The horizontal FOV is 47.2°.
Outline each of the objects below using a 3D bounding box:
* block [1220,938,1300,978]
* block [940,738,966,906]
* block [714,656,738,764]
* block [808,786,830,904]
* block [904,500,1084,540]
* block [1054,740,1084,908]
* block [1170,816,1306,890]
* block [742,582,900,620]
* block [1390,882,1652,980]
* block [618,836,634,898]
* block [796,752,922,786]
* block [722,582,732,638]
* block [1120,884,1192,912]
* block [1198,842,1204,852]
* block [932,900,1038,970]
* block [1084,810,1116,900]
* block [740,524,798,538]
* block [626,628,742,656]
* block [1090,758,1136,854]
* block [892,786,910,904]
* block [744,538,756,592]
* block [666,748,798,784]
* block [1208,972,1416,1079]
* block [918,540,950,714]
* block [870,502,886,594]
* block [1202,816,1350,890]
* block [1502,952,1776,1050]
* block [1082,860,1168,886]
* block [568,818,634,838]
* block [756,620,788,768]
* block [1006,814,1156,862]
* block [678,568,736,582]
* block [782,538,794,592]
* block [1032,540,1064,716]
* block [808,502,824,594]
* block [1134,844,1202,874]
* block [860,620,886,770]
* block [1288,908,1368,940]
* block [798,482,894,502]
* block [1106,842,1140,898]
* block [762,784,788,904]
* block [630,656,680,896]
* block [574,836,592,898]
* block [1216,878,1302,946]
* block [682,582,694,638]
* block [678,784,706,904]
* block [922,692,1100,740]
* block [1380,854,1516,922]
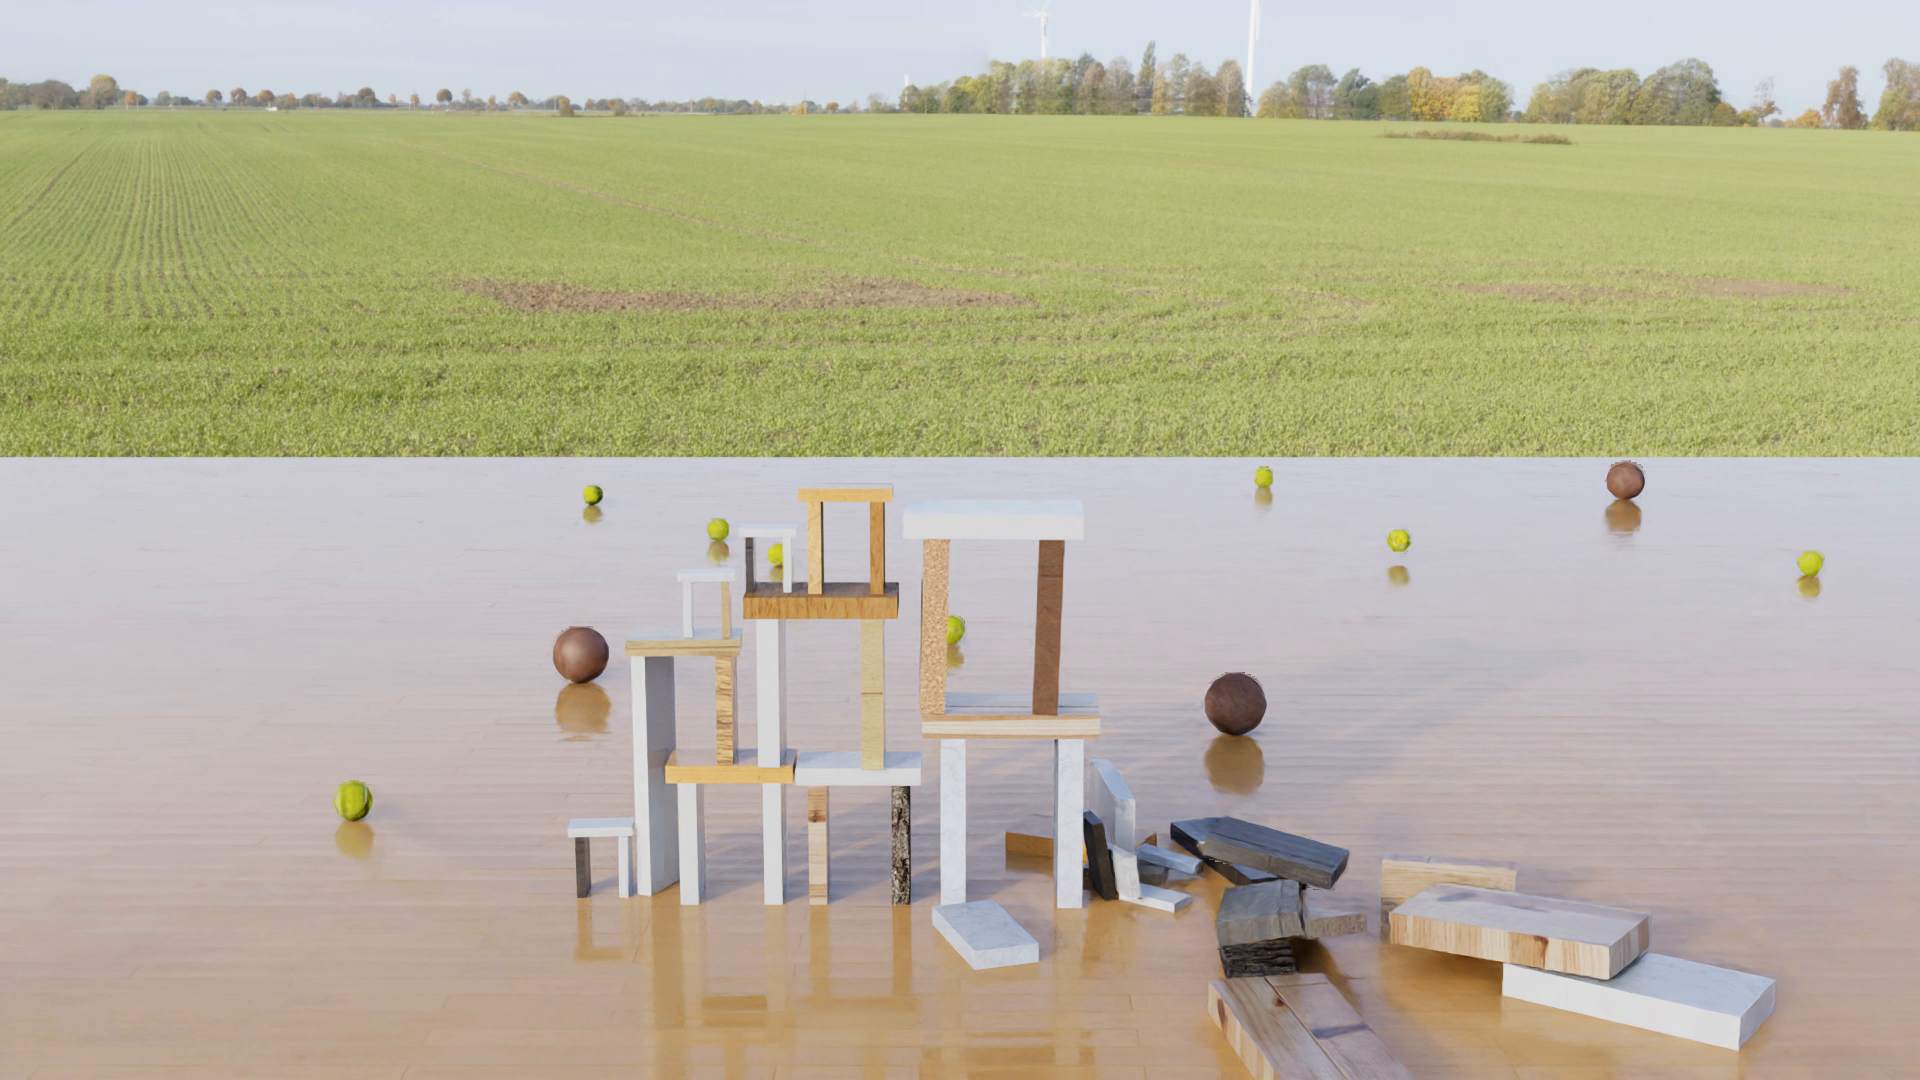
[{"bbox_3d":[0.451,0.644,3.299,0.103,0.029,0.205,0,11,1],"label":"block"},{"bbox_3d":[-0.011,0.449,3.647,0.041,0.286,0.143,0,11,0],"label":"block"},{"bbox_3d":[-0.383,0.268,3.610,0.026,0.183,0.091,0,11,0],"label":"block"},{"bbox_3d":[-0.233,0.491,3.647,0.029,0.203,0.102,0,11,0],"label":"block"},{"bbox_3d":[0.056,-0.034,3.553,0.286,0.041,0.143,0,11,2],"label":"block"},{"bbox_3d":[0.179,0.449,3.645,0.041,0.286,0.143,0,11,0],"label":"block"},{"bbox_3d":[0.480,0.547,3.821,0.103,0.029,0.326,-4,11,-18],"label":"block"},{"bbox_3d":[-0.224,0.098,3.577,0.247,0.035,0.123,0,11,0],"label":"block"},{"bbox_3d":[0.842,0.584,3.308,0.342,0.048,0.171,3,11,37],"label":"block"},{"bbox_3d":[-0.557,0.537,3.664,0.015,0.105,0.053,1,11,0],"label":"block"},{"bbox_3d":[-0.165,0.376,3.626,0.203,0.029,0.102,0,11,0],"label":"block"},{"bbox_3d":[-0.380,0.108,3.575,0.013,0.092,0.046,0,11,-2],"label":"block"},{"bbox_3d":[0.322,0.589,3.631,0.106,0.015,0.053,8,13,36],"label":"block"},{"bbox_3d":[0.446,0.516,3.759,0.053,0.015,0.106,-18,-5,-13],"label":"block"},{"bbox_3d":[0.038,0.617,3.445,0.104,0.029,0.208,-4,11,-18],"label":"block"},{"bbox_3d":[0.229,0.524,3.651,0.019,0.135,0.068,-13,13,-12],"label":"block"},{"bbox_3d":[-0.309,-0.015,3.558,0.091,0.013,0.045,0,11,0],"label":"block"},{"bbox_3d":[-0.449,0.166,3.587,0.183,0.026,0.091,0,11,-2],"label":"block"},{"bbox_3d":[0.262,0.470,3.802,0.034,0.120,0.239,-1,11,-7],"label":"block"},{"bbox_3d":[-0.097,0.491,3.647,0.029,0.203,0.102,0,11,0],"label":"block"},{"bbox_3d":[-0.339,0.036,3.568,0.013,0.091,0.045,0,11,0],"label":"block"},{"bbox_3d":[-0.375,0.372,3.627,0.207,0.029,0.103,0,11,0],"label":"block"},{"bbox_3d":[0.475,0.691,2.994,0.171,0.048,0.395,-2,11,-9],"label":"block"},{"bbox_3d":[-0.042,0.126,3.589,0.041,0.286,0.143,1,10,-2],"label":"block"},{"bbox_3d":[-0.133,0.006,3.564,0.021,0.150,0.075,0,11,0],"label":"block"},{"bbox_3d":[0.502,0.495,3.489,0.208,0.029,0.104,14,18,21],"label":"block"},{"bbox_3d":[0.987,0.652,3.204,0.342,0.048,0.171,7,13,35],"label":"block"},{"bbox_3d":[0.283,0.564,3.757,0.135,0.019,0.067,3,11,16],"label":"block"},{"bbox_3d":[-0.596,0.478,3.656,0.105,0.015,0.053,-1,11,-4],"label":"block"},{"bbox_3d":[-0.308,0.236,3.603,0.035,0.247,0.123,0,11,1],"label":"block"},{"bbox_3d":[0.214,0.532,3.891,0.239,0.034,0.120,5,12,25],"label":"block"},{"bbox_3d":[-0.410,0.057,3.565,0.092,0.013,0.046,-1,11,-3],"label":"block"},{"bbox_3d":[-0.279,0.036,3.568,0.013,0.091,0.045,0,11,0],"label":"block"},{"bbox_3d":[0.144,0.128,3.583,0.041,0.286,0.143,2,11,2],"label":"block"},{"bbox_3d":[-0.234,0.006,3.564,0.021,0.150,0.075,0,11,0],"label":"block"},{"bbox_3d":[0.357,0.545,3.761,0.106,0.015,0.053,14,8,18],"label":"block"},{"bbox_3d":[-0.142,0.239,3.602,0.035,0.251,0.123,0,11,0],"label":"block"},{"bbox_3d":[0.538,0.594,3.411,0.103,0.029,0.205,-3,-6,-17],"label":"block"},{"bbox_3d":[-0.184,-0.078,3.549,0.150,0.021,0.075,0,11,0],"label":"block"},{"bbox_3d":[0.262,0.546,3.644,0.019,0.068,0.135,-9,5,-16],"label":"block"},{"bbox_3d":[-0.306,0.488,3.649,0.029,0.207,0.104,0,11,0],"label":"block"},{"bbox_3d":[-0.507,0.378,3.663,0.026,0.419,0.091,5,11,23],"label":"block"},{"bbox_3d":[-0.628,0.537,3.664,0.015,0.105,0.053,0,11,0],"label":"block"},{"bbox_3d":[0.461,0.565,3.363,0.120,0.034,0.445,-10,-4,8],"label":"block"},{"bbox_3d":[-0.441,0.109,3.573,0.013,0.092,0.046,0,11,-2],"label":"block"},{"bbox_3d":[-0.444,0.488,3.649,0.029,0.207,0.104,0,11,0],"label":"block"},{"bbox_3d":[0.083,0.288,3.615,0.286,0.041,0.143,0,11,1],"label":"block"},{"bbox_3d":[0.782,0.563,3.524,0.208,0.104,0.029,2,14,13],"label":"block"}]
